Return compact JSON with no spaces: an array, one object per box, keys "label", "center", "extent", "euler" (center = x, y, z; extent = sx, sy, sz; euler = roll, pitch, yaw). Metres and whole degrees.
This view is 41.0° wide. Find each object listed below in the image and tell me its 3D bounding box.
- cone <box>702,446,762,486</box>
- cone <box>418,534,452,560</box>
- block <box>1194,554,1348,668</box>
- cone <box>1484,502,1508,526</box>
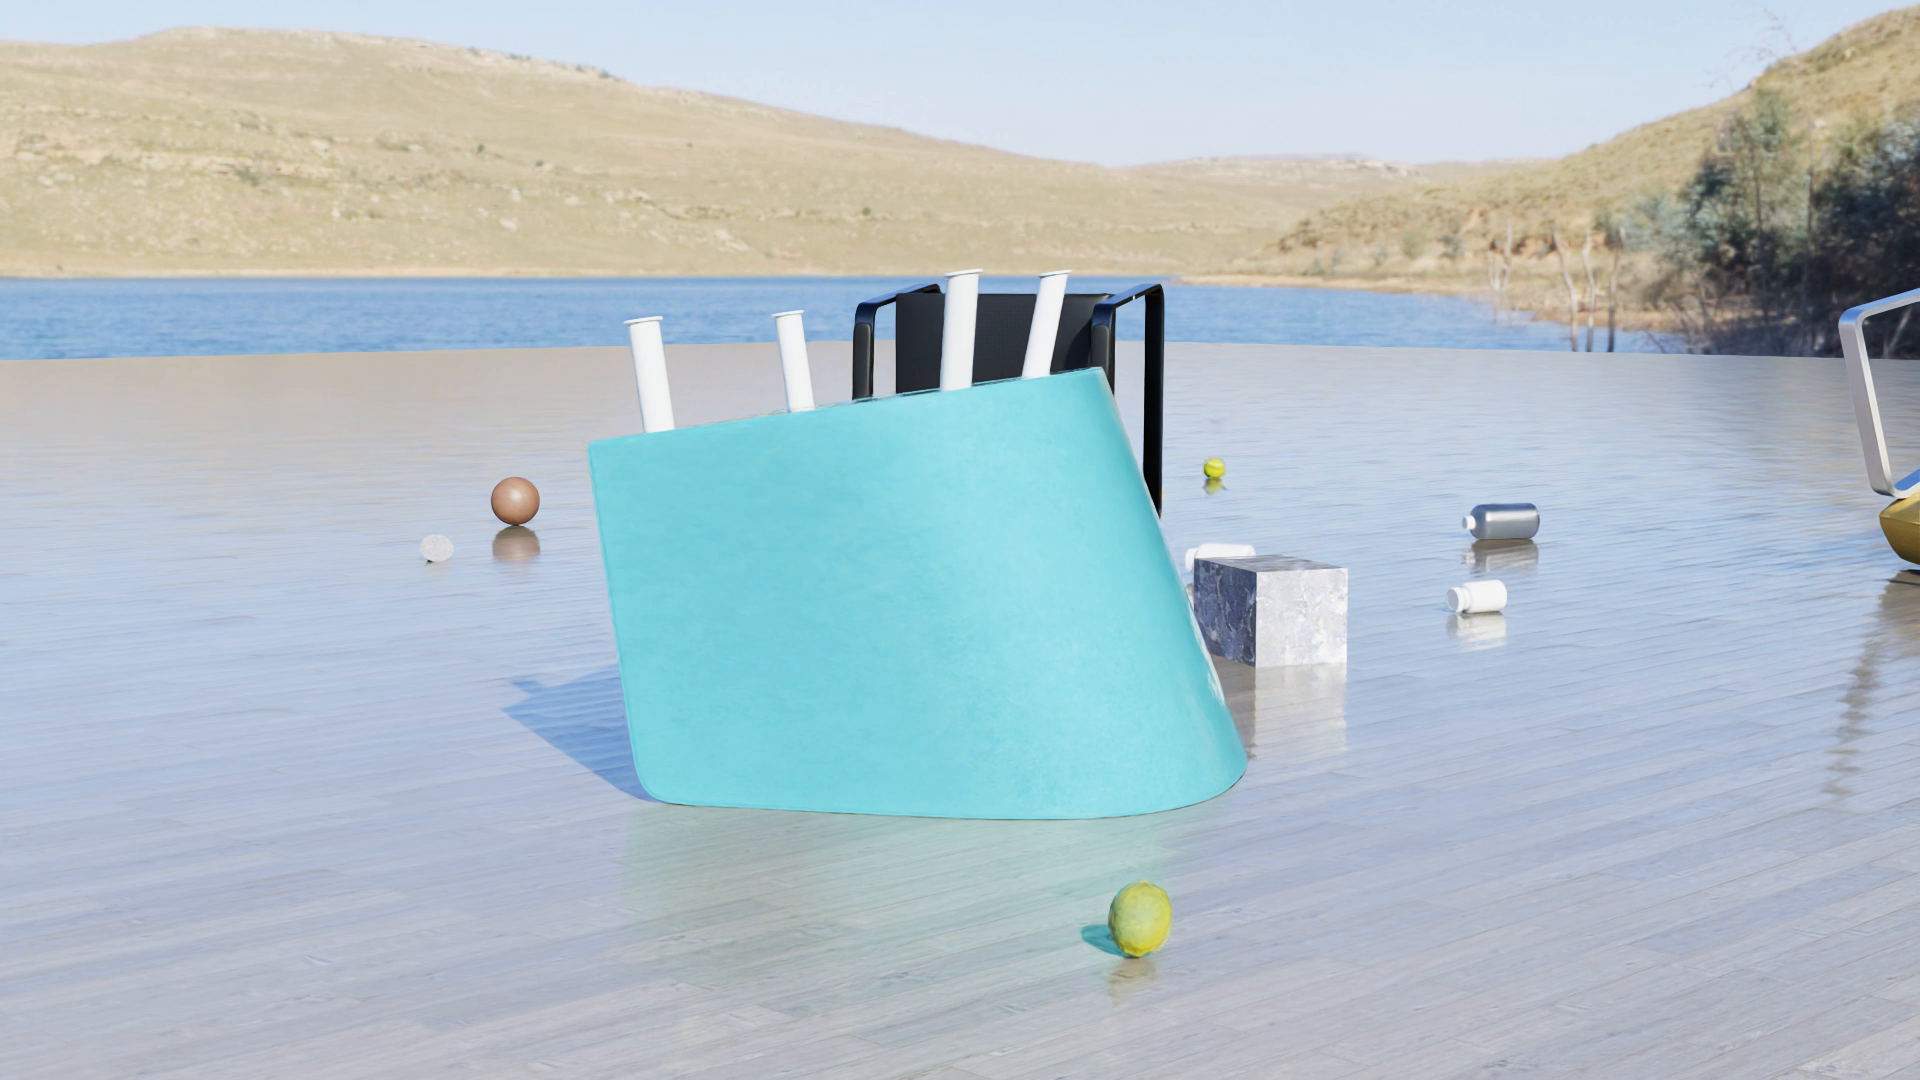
[{"label":"cone","center":[-0.726,-0.243,8.178],"extent":[0.194,0.121,0.232],"euler":[-1,6,-9]},{"label":"cone","center":[-1.226,0.031,5.965],"extent":[0.080,0.067,0.063],"euler":[-8,-23,-30]},{"label":"block","center":[0.537,0.120,4.461],"extent":[0.173,0.161,0.239],"euler":[-2,6,-21]},{"label":"cone","center":[1.401,-0.053,6.782],"extent":[0.065,0.066,0.076],"euler":[-40,10,-35]}]
